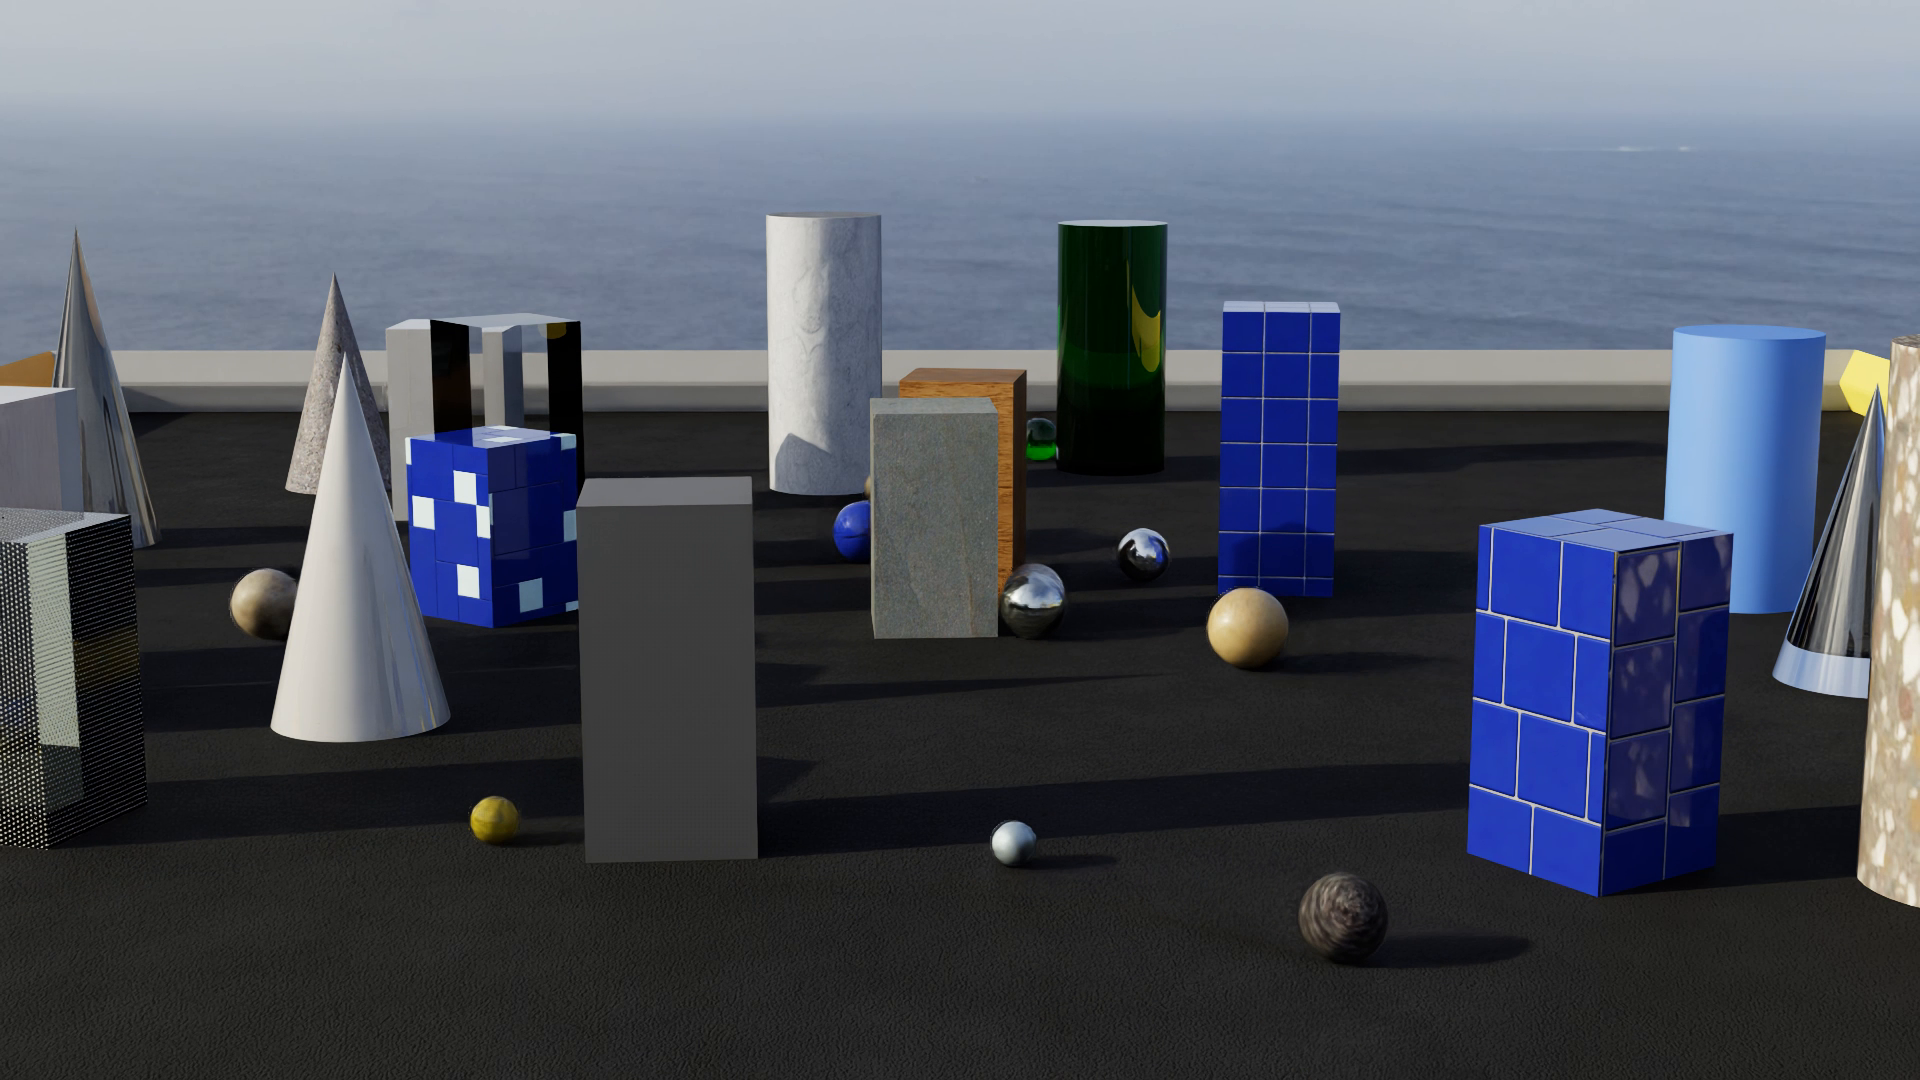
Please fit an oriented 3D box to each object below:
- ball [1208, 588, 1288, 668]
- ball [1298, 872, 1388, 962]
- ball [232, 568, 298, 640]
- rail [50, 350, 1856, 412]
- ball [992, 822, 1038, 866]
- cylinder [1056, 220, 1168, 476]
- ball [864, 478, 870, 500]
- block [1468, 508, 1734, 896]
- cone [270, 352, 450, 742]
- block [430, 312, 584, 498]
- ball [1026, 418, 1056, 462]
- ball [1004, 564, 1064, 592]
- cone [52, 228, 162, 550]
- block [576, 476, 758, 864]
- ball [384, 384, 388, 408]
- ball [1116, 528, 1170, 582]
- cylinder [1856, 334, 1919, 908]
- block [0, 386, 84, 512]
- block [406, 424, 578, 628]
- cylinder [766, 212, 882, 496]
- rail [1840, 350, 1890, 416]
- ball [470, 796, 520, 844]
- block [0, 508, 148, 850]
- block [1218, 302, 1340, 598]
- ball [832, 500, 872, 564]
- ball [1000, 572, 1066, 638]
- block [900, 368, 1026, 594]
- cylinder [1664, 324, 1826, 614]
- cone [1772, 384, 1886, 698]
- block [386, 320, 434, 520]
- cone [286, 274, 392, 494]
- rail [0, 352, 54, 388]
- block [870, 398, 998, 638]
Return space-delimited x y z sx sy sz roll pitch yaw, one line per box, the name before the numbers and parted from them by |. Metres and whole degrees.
ball | 0.352 0.107 3.135 0.099 0.099 0.099 0 10 0
ball | 0.315 0.310 2.110 0.073 0.073 0.073 0 10 0
ball | -0.889 0.082 3.295 0.091 0.091 0.091 0 10 0
rail | -0.012 -0.335 5.437 3.837 0.129 0.045 0 10 0
ball | 0.050 0.280 2.362 0.042 0.042 0.042 0 10 0
cylinder | 0.275 -0.352 4.665 0.198 0.446 0.198 0 10 0
ball | -0.137 -0.087 4.318 0.050 0.050 0.050 0 10 0
block | 0.586 0.143 2.356 0.159 0.312 0.159 -7 13 -34
cone | -0.675 -0.003 2.856 0.198 0.417 0.198 0 10 0
block | -0.660 -0.141 3.756 0.159 0.362 0.159 -8 13 -38
ball | 0.148 -0.187 4.780 0.080 0.080 0.080 0 10 0
ball | 0.097 0.071 3.382 0.081 0.081 0.081 0 10 0
cone | -1.339 -0.238 3.929 0.198 0.490 0.198 0 10 0
block | -0.274 0.119 2.427 0.159 0.335 0.159 -1 11 -5
ball | -1.158 -0.301 5.363 0.092 0.092 0.092 0 10 0
ball | 0.262 0.021 3.663 0.076 0.076 0.076 0 10 0
cylinder | 0.913 0.070 2.270 0.198 0.488 0.198 0 10 0
block | -1.091 0.021 2.863 0.159 0.368 0.159 3 11 14
block | -0.627 -0.022 3.450 0.159 0.238 0.159 8 13 37
cylinder | -0.235 -0.327 4.457 0.198 0.473 0.198 0 10 0
rail | 1.895 0.031 3.459 0.045 0.129 4.092 0 10 0
ball | -0.441 0.265 2.429 0.046 0.046 0.046 0 10 0
block | -0.910 0.129 2.484 0.159 0.293 0.159 3 11 17
block | 0.447 -0.131 3.610 0.159 0.395 0.159 1 11 6
ball | -0.142 -0.012 3.799 0.093 0.093 0.093 0 10 0
ball | 0.094 0.084 3.300 0.085 0.085 0.085 0 10 0
block | 0.006 -0.086 3.638 0.159 0.297 0.159 1 11 8
cylinder | 1.071 -0.101 3.517 0.198 0.370 0.198 0 10 0
cone | 1.080 -0.010 3.053 0.198 0.359 0.198 0 10 0
block | -0.838 -0.199 4.207 0.159 0.311 0.159 0 10 1
cone | -1.083 -0.281 4.473 0.198 0.376 0.198 0 10 0
rail | -1.895 0.035 3.438 0.045 0.129 4.092 0 10 0
block | -0.035 -0.032 3.358 0.159 0.291 0.159 -1 11 -3
